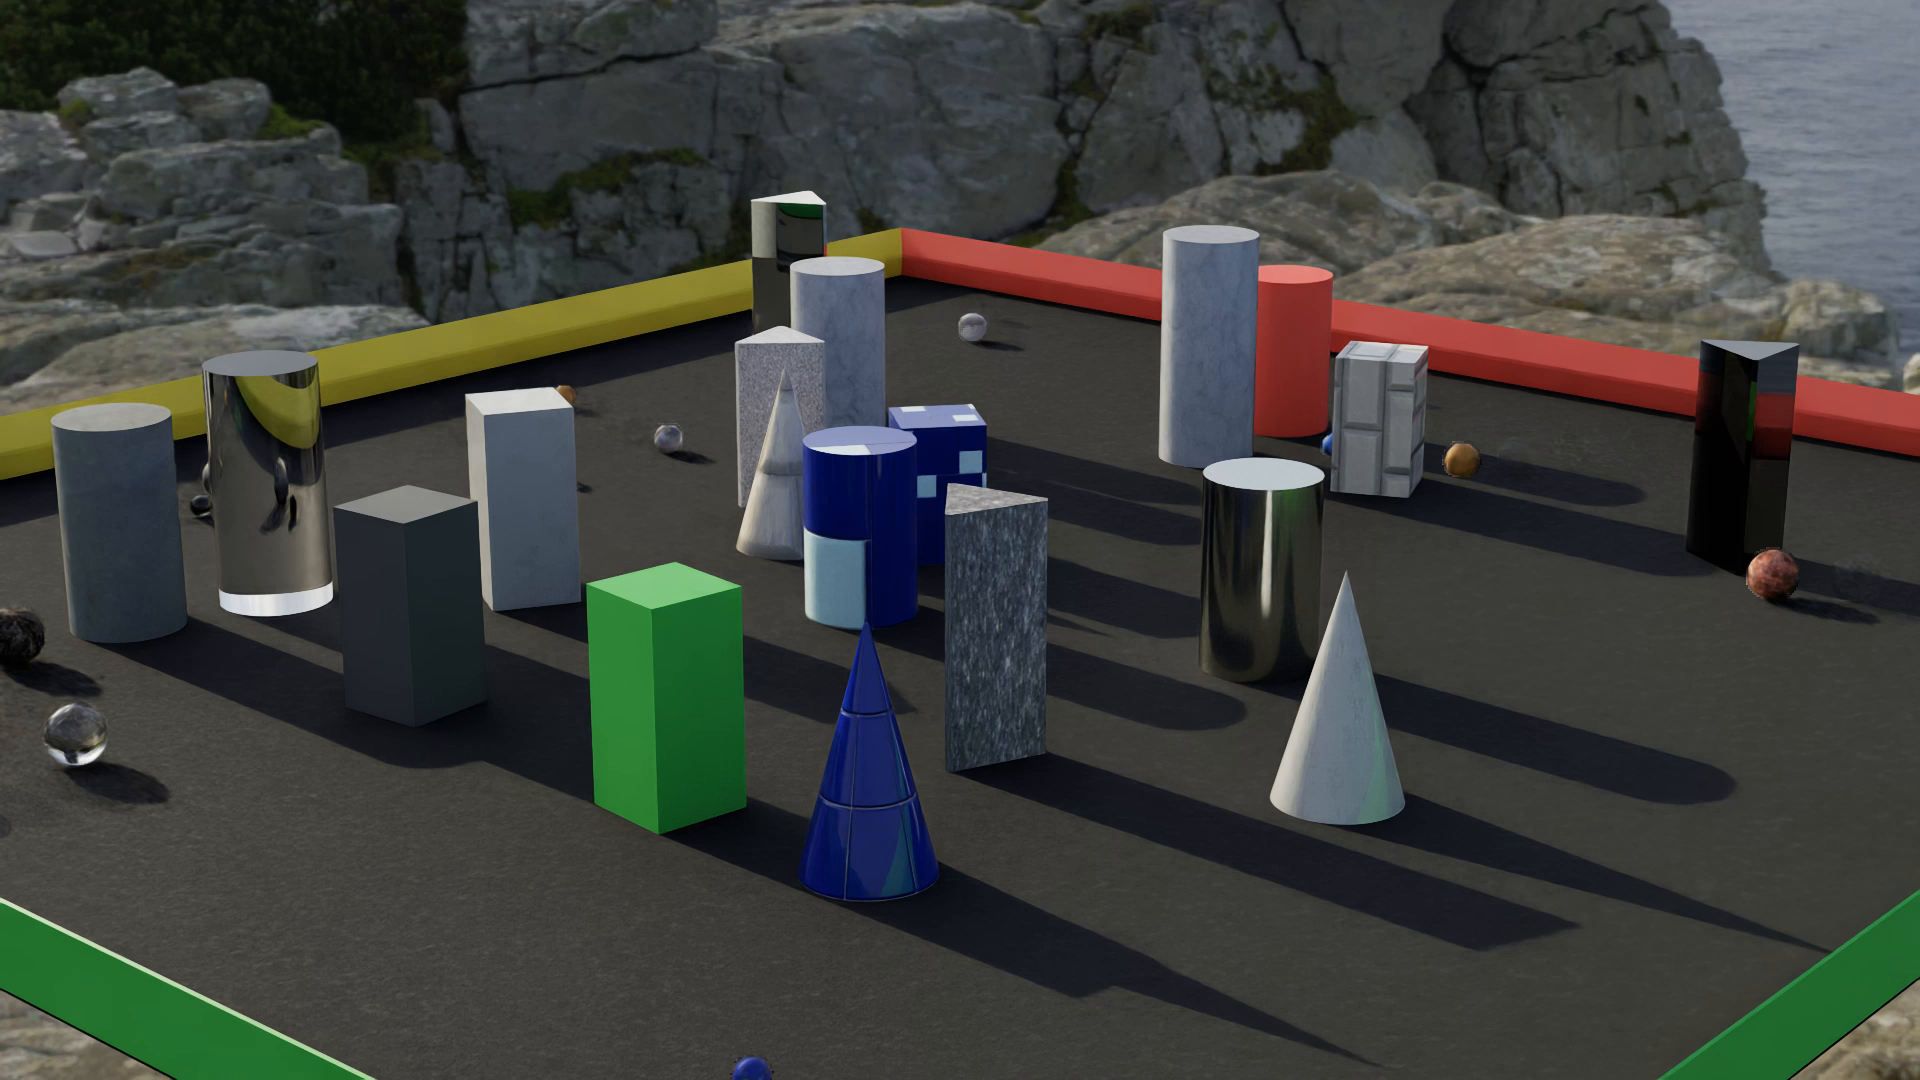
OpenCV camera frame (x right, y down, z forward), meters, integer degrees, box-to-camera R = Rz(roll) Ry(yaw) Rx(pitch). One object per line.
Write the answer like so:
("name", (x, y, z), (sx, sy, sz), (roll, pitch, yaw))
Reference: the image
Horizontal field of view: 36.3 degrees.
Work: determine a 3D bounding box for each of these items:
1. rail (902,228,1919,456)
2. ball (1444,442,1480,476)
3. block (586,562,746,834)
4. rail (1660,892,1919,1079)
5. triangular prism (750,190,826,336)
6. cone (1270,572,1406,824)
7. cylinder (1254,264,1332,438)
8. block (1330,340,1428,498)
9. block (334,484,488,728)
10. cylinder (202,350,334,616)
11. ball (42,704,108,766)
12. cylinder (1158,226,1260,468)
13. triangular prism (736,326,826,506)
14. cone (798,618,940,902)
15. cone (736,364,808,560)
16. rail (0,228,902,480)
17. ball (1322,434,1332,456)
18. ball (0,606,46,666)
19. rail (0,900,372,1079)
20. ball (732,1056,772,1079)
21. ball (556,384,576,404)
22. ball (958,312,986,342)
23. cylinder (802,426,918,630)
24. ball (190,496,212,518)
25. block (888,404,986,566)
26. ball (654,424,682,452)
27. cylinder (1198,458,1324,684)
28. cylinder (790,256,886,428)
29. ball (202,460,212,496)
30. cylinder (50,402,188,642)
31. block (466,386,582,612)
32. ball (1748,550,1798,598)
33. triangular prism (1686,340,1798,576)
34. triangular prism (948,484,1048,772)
("rail", (1.283, -0.395, 6.535), (3.852, 0.126, 0.045), (14, 22, 39))
("ball", (1.003, -0.160, 5.857), (0.068, 0.068, 0.068), (0, 17, 0))
("block", (-0.414, 0.221, 4.141), (0.155, 0.330, 0.155), (-14, 22, -40))
("rail", (1.436, 0.392, 3.926), (0.045, 0.126, 3.961), (14, 22, 39))
("triangular prism", (-0.348, -0.520, 6.376), (0.167, 0.458, 0.145), (5, 17, 15))
("cone", (0.542, 0.207, 4.162), (0.193, 0.345, 0.193), (0, 17, 0))
("cylinder", (0.686, -0.401, 6.205), (0.193, 0.329, 0.193), (0, 17, 0))
("block", (0.826, -0.239, 5.771), (0.155, 0.269, 0.155), (5, 18, 18))
("block", (-0.851, 0.100, 4.549), (0.155, 0.326, 0.155), (12, 21, 35))
("cylinder", (-1.190, -0.099, 5.045), (0.193, 0.421, 0.193), (0, 17, 0))
("ball", (-1.306, 0.288, 4.330), (0.093, 0.093, 0.093), (0, 17, 0))
("cylinder", (0.504, -0.393, 5.952), (0.193, 0.461, 0.193), (0, 17, 0))
("triangular prism", (-0.345, -0.241, 5.685), (0.167, 0.323, 0.145), (-1, 17, -3))
("cone", (-0.123, 0.273, 3.905), (0.193, 0.367, 0.193), (0, 17, 0))
("cone", (-0.317, -0.156, 5.366), (0.193, 0.344, 0.193), (0, 17, 0))
("rail", (-1.436, -0.329, 6.314), (0.045, 0.126, 3.961), (14, 22, 39))
("ball", (0.764, -0.194, 6.008), (0.047, 0.047, 0.047), (0, 17, 0))
("ball", (-1.536, 0.156, 4.762), (0.097, 0.097, 0.097), (0, 17, 0))
("rail", (-1.283, 0.458, 3.706), (3.852, 0.126, 0.045), (14, 22, 39))
("ball", (-0.237, 0.611, 3.344), (0.044, 0.044, 0.044), (0, 17, 0))
("ball", (-0.864, -0.313, 6.395), (0.051, 0.051, 0.051), (0, 17, 0))
("ball", (0.030, -0.509, 7.013), (0.069, 0.069, 0.069), (0, 17, 0))
("cylinder", (-0.169, -0.022, 4.991), (0.193, 0.305, 0.193), (0, 17, 0))
("ball", (-1.446, -0.064, 5.586), (0.042, 0.042, 0.042), (0, 17, 0))
("block", (-0.041, -0.101, 5.336), (0.155, 0.256, 0.155), (-3, 17, -9))
("ball", (-0.600, -0.209, 6.035), (0.059, 0.059, 0.059), (0, 17, 0))
("cylinder", (0.485, 0.048, 4.727), (0.193, 0.323, 0.193), (0, 17, 0))
("cylinder", (-0.250, -0.375, 6.028), (0.193, 0.382, 0.193), (0, 17, 0))
("ball", (-1.422, -0.121, 5.686), (0.093, 0.093, 0.093), (0, 17, 0))
("cylinder", (-1.408, -0.031, 4.917), (0.193, 0.364, 0.193), (0, 17, 0))
("block", (-0.757, -0.072, 5.082), (0.155, 0.349, 0.155), (-6, 18, -20))
("ball", (1.414, 0.060, 5.099), (0.086, 0.086, 0.086), (0, 17, 0))
("triangular prism", (1.389, -0.157, 5.283), (0.145, 0.395, 0.167), (14, 22, 38))
("triangular prism", (0.021, 0.122, 4.358), (0.167, 0.394, 0.145), (-9, 19, -27))
